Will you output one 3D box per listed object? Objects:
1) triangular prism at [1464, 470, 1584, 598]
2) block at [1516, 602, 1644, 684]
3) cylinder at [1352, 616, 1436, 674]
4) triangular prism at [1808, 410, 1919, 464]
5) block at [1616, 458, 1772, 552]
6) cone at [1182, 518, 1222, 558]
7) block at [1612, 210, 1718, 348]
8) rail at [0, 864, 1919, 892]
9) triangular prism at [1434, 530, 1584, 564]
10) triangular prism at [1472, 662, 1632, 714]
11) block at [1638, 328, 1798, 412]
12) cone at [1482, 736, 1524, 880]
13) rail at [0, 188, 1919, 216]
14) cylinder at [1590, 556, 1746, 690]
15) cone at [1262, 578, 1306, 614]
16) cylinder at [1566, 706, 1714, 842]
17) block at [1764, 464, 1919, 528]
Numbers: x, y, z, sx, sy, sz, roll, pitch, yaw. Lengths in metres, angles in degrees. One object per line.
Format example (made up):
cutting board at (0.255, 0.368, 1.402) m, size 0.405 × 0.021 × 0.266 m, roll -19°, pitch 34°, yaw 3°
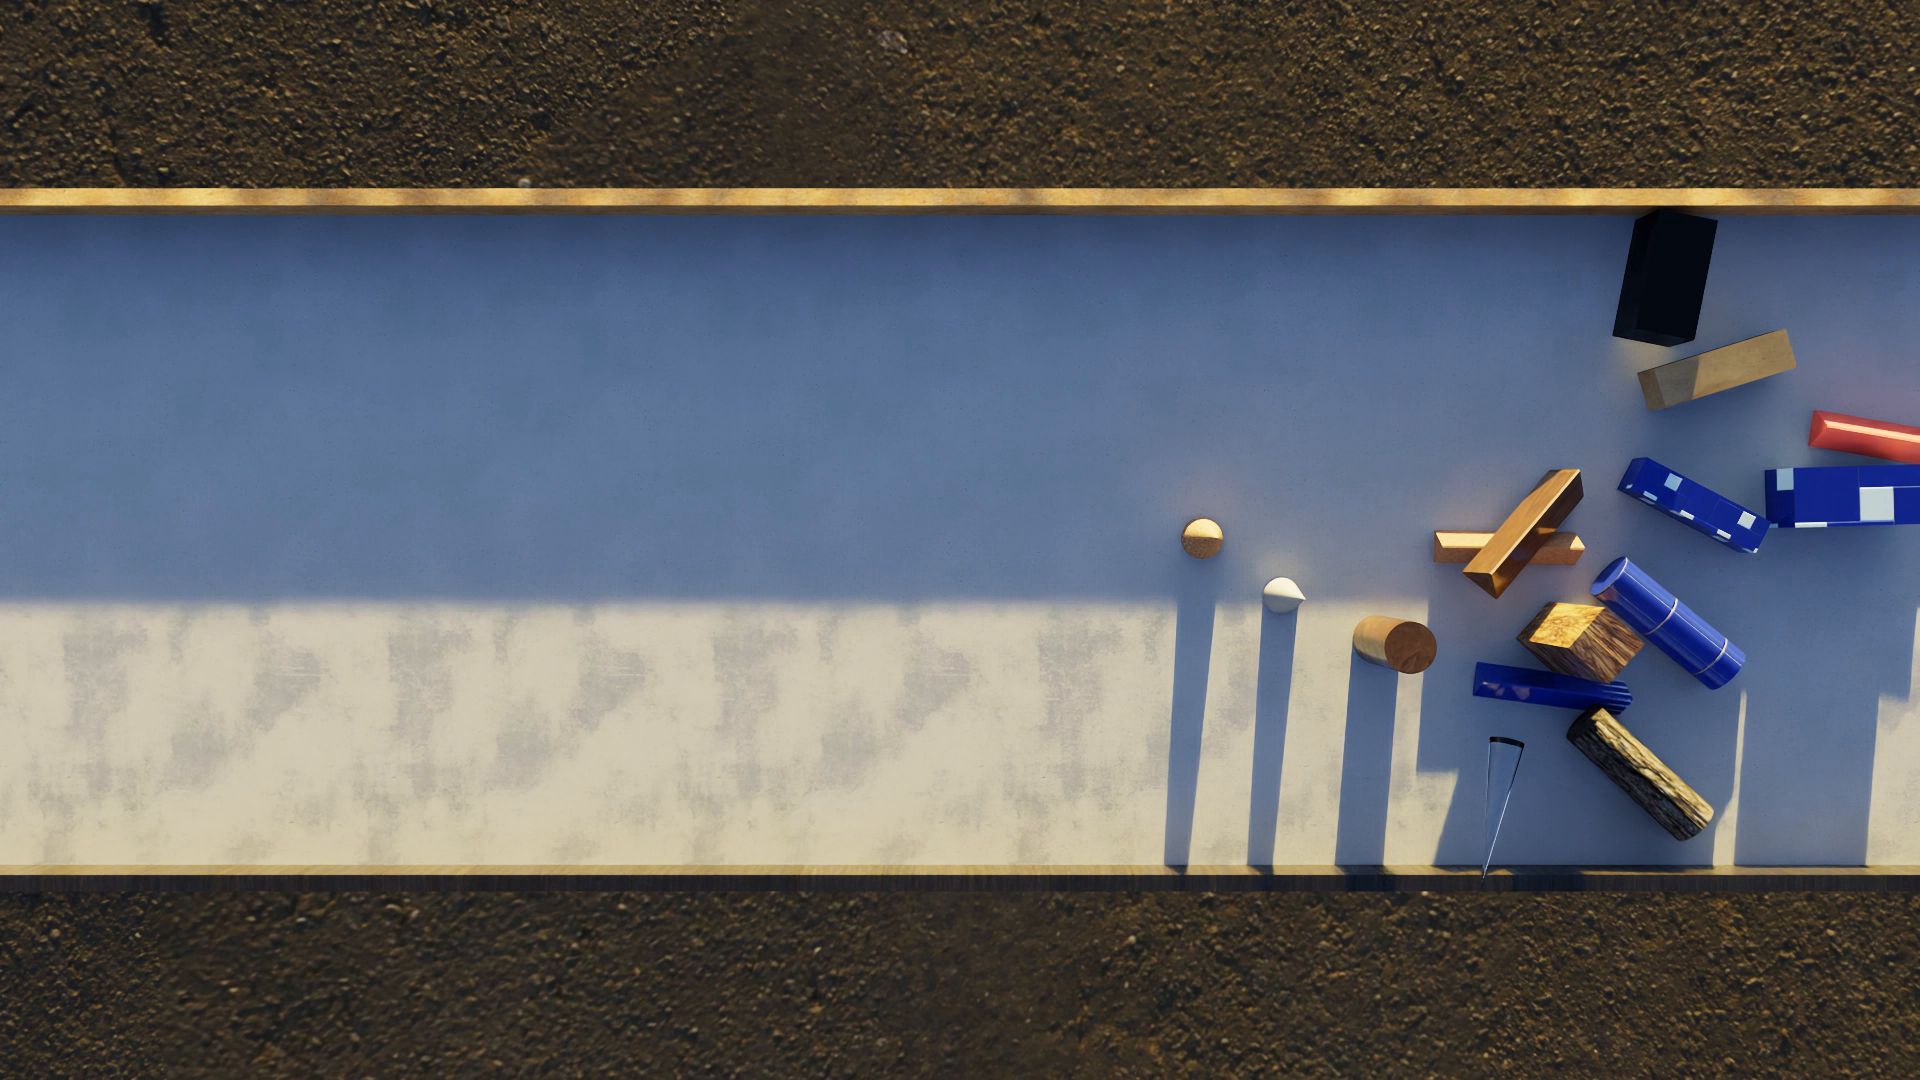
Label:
triangular prism at (1.709, -0.037, 4.949) m, size 0.126 × 0.109 × 0.450 m, roll 41°, pitch 74°, yaw 13°
block at (1.818, 0.298, 4.856) m, size 0.153 × 0.441 × 0.153 m, roll 42°, pitch 90°, yaw 0°
cylinder at (1.283, 0.307, 4.886) m, size 0.150 × 0.380 × 0.150 m, roll 0°, pitch 90°, yaw 0°
triangular prism at (2.801, -0.313, 5.026) m, size 0.370 × 0.095 × 0.110 m, roll 10°, pitch 90°, yaw 0°
block at (2.234, -0.106, 5.024) m, size 0.424 × 0.105 × 0.105 m, roll 27°, pitch 90°, yaw 0°
cone at (0.745, -0.006, 4.921) m, size 0.128 × 0.311 × 0.128 m, roll 0°, pitch 90°, yaw 0°
block at (2.130, -0.789, 4.988) m, size 0.178 × 0.178 × 0.363 m, roll 11°, pitch 90°, yaw 0°
rail at (-2.247, 1.025, 5.001) m, size 12.000 × 0.150 × 0.050 m, roll 0°, pitch 90°, yaw 0°
triangular prism at (1.675, 0.023, 5.032) m, size 0.432 × 0.085 × 0.098 m, roll 1°, pitch 90°, yaw 0°
triangular prism at (1.809, 0.456, 5.030) m, size 0.455 × 0.088 × 0.102 m, roll 7°, pitch 90°, yaw 0°
block at (2.300, -0.517, 5.015) m, size 0.414 × 0.123 × 0.123 m, roll -17°, pitch 90°, yaw 0°
cone at (1.611, 0.819, 4.972) m, size 0.104 × 0.104 × 0.439 m, roll 15°, pitch 76°, yaw 0°
rail at (-2.247, -1.025, 5.002) m, size 12.000 × 0.150 × 0.050 m, roll 0°, pitch 90°, yaw 0°
cylinder at (2.145, 0.252, 5.002) m, size 0.459 × 0.149 × 0.149 m, roll 39°, pitch 90°, yaw 0°
cone at (0.989, 0.170, 4.897) m, size 0.113 × 0.358 × 0.113 m, roll 0°, pitch 90°, yaw 0°
cylinder at (2.061, 0.707, 5.005) m, size 0.453 × 0.142 × 0.142 m, roll 43°, pitch 90°, yaw 0°
block at (2.674, -0.131, 4.988) m, size 0.391 × 0.177 × 0.177 m, roll -2°, pitch 90°, yaw 0°
